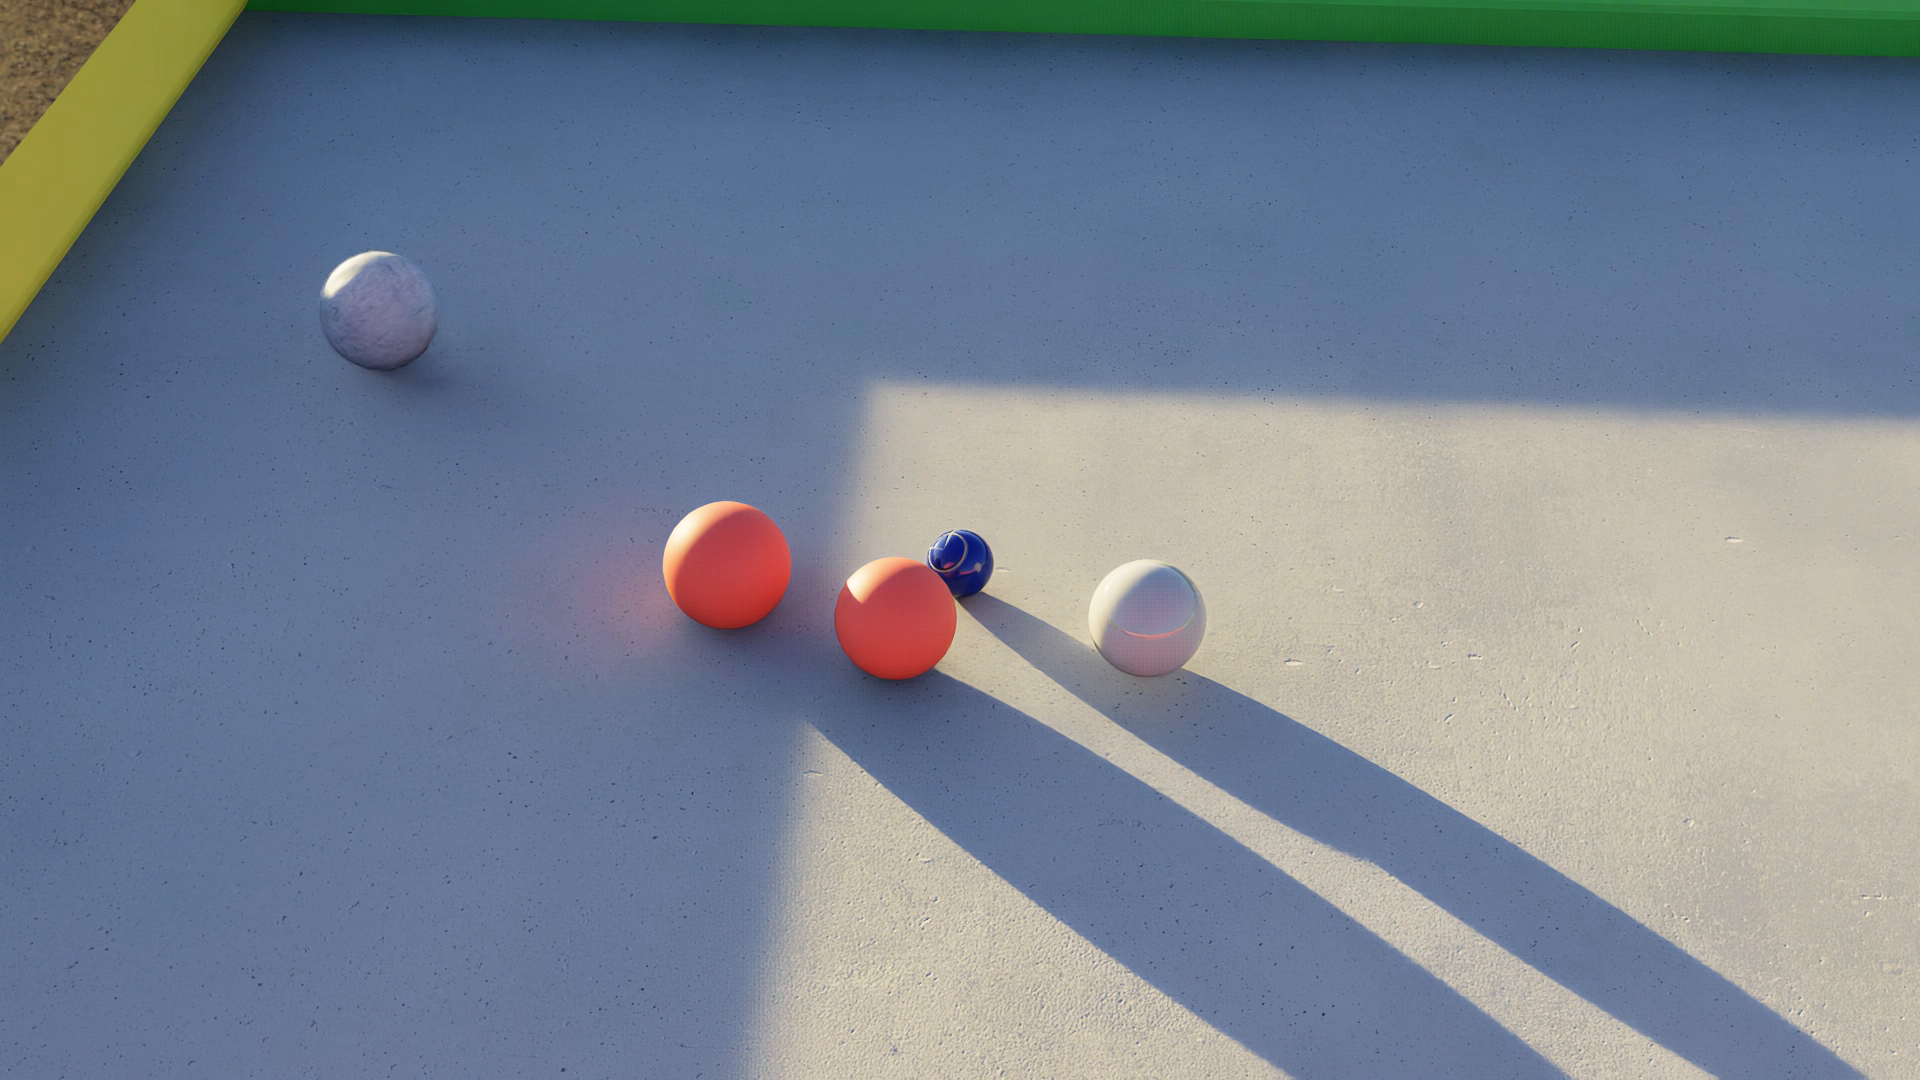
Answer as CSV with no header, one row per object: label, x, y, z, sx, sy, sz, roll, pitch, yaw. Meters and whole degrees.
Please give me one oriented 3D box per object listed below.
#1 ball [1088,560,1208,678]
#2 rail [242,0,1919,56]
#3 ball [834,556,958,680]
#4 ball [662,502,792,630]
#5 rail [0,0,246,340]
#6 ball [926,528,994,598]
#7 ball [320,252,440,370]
ball,0.126,0.053,1.728,0.080,0.080,0.080,0,35,0
rail,0.869,-0.522,2.504,3.232,0.122,0.045,2,35,3
ball,-0.043,0.053,1.726,0.083,0.083,0.083,0,35,0
ball,-0.161,0.017,1.771,0.088,0.088,0.088,0,35,0
rail,-0.782,-0.052,1.837,0.045,0.122,1.899,2,35,3
ball,0.000,0.016,1.807,0.048,0.048,0.048,0,35,0
ball,-0.463,-0.183,2.049,0.094,0.094,0.094,0,35,0
